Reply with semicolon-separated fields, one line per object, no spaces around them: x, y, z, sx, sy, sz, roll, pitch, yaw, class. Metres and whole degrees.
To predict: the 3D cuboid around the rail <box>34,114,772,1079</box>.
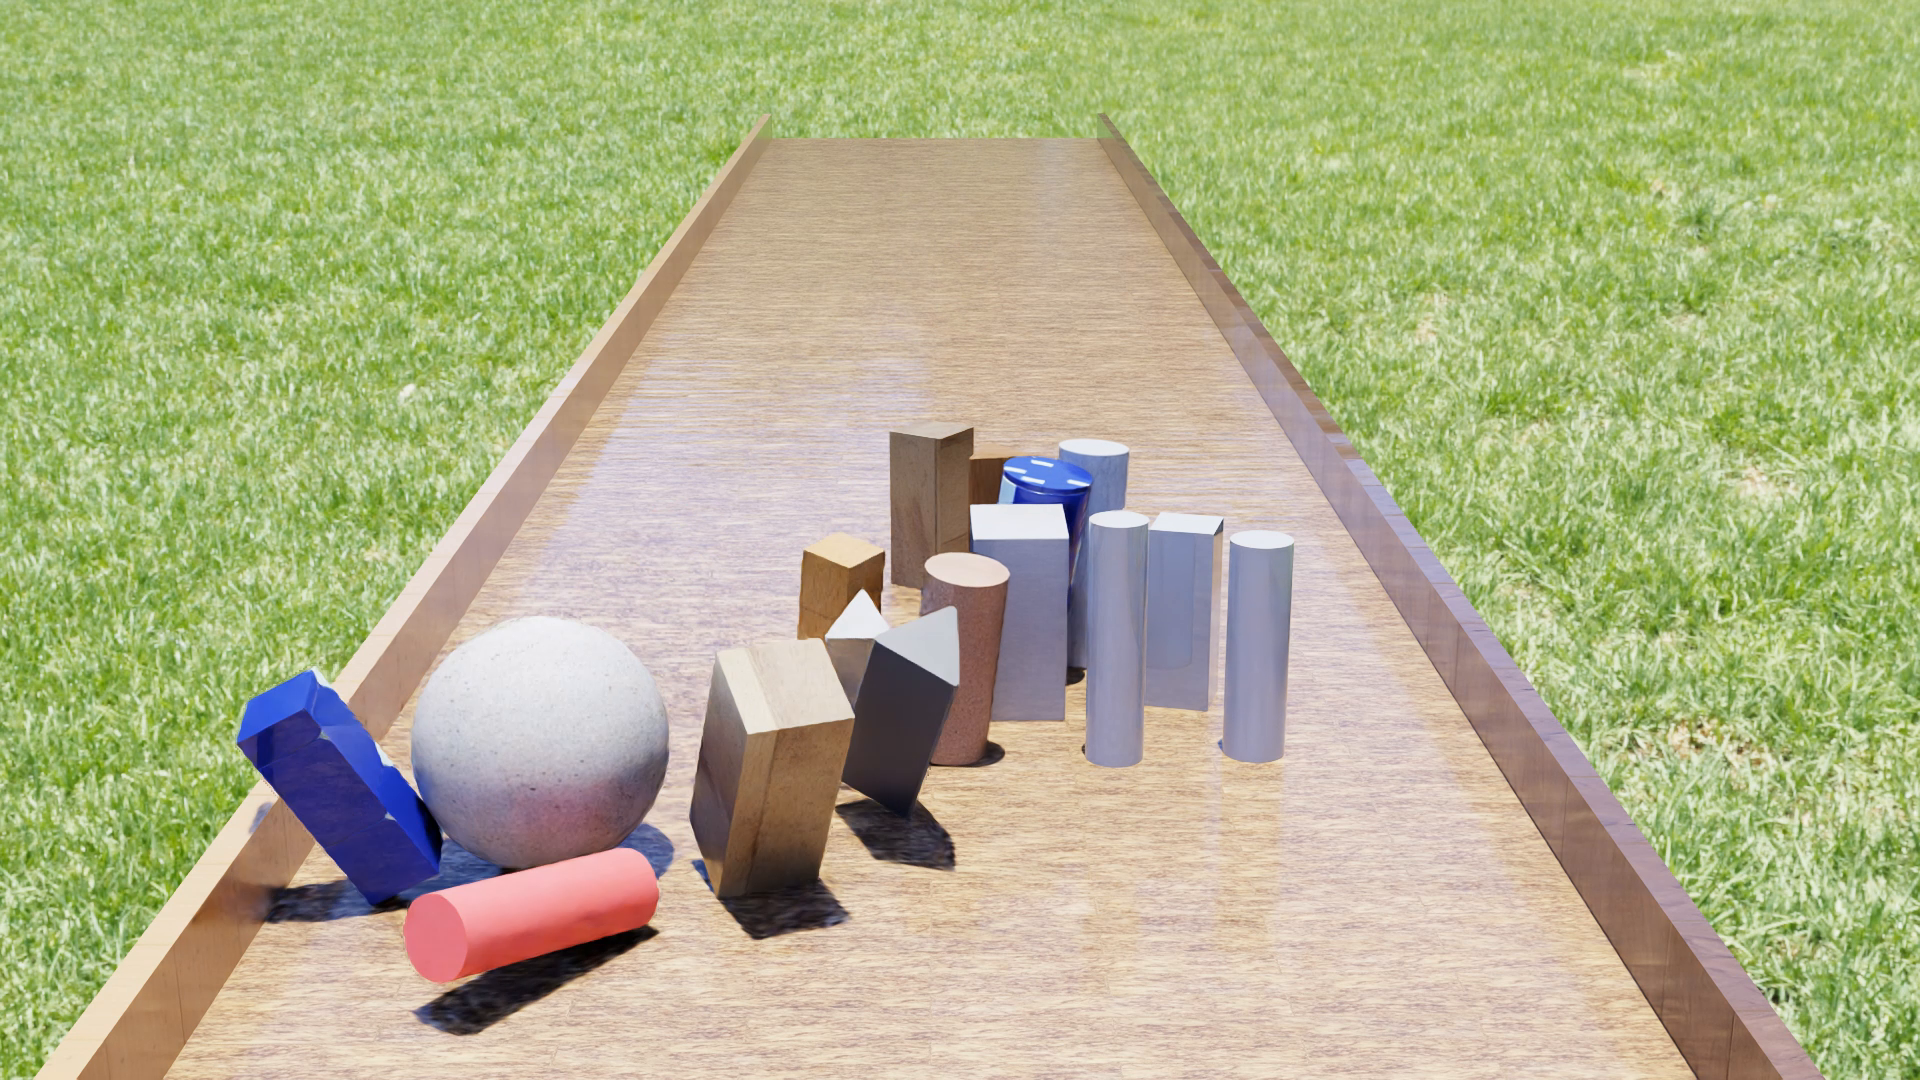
-1.118;-0.838;7.780;0.050;0.150;12.000;0;17;-1;rail

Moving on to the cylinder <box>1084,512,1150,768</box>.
0.275;0.175;3.864;0.104;0.441;0.104;0;17;0;cylinder

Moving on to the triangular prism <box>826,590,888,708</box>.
-0.161;0.228;3.853;0.114;0.358;0.098;1;54;3;triangular prism

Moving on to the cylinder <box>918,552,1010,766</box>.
-0.007;0.210;3.882;0.148;0.346;0.148;6;22;-2;cylinder

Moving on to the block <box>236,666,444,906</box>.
-0.928;0.373;3.312;0.117;0.346;0.117;-27;28;6;block

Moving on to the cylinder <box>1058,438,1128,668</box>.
0.250;0.026;4.364;0.137;0.434;0.137;3;15;-1;cylinder

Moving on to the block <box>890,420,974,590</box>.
-0.062;-0.075;4.866;0.133;0.350;0.133;10;20;31;block

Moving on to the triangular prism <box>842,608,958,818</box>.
-0.079;0.266;3.560;0.148;0.405;0.128;29;52;8;triangular prism

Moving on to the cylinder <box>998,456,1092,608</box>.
0.137;0.060;4.263;0.172;0.410;0.172;8;21;-3;cylinder

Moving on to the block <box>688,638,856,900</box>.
-0.290;0.348;3.328;0.163;0.383;0.163;-7;46;-22;block

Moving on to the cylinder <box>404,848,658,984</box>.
-0.600;0.527;3.115;0.122;0.122;0.381;11;9;33;cylinder

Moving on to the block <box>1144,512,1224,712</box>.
0.424;0.135;4.161;0.120;0.348;0.120;4;17;15;block

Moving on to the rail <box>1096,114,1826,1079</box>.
0.932;-0.844;7.801;0.050;0.150;12.000;0;17;-1;rail

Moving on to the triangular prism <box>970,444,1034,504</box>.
0.075;-0.014;4.642;0.139;0.361;0.120;-4;17;-12;triangular prism

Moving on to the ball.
-0.654;0.318;3.436;0.399;0.399;0.399;0;17;0;ball

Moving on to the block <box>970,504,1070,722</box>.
0.107;0.135;4.105;0.173;0.366;0.173;0;22;-2;block

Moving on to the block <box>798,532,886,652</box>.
-0.221;0.176;3.978;0.104;0.355;0.104;21;30;30;block

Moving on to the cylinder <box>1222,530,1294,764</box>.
0.527;0.189;3.894;0.111;0.397;0.111;0;17;0;cylinder
